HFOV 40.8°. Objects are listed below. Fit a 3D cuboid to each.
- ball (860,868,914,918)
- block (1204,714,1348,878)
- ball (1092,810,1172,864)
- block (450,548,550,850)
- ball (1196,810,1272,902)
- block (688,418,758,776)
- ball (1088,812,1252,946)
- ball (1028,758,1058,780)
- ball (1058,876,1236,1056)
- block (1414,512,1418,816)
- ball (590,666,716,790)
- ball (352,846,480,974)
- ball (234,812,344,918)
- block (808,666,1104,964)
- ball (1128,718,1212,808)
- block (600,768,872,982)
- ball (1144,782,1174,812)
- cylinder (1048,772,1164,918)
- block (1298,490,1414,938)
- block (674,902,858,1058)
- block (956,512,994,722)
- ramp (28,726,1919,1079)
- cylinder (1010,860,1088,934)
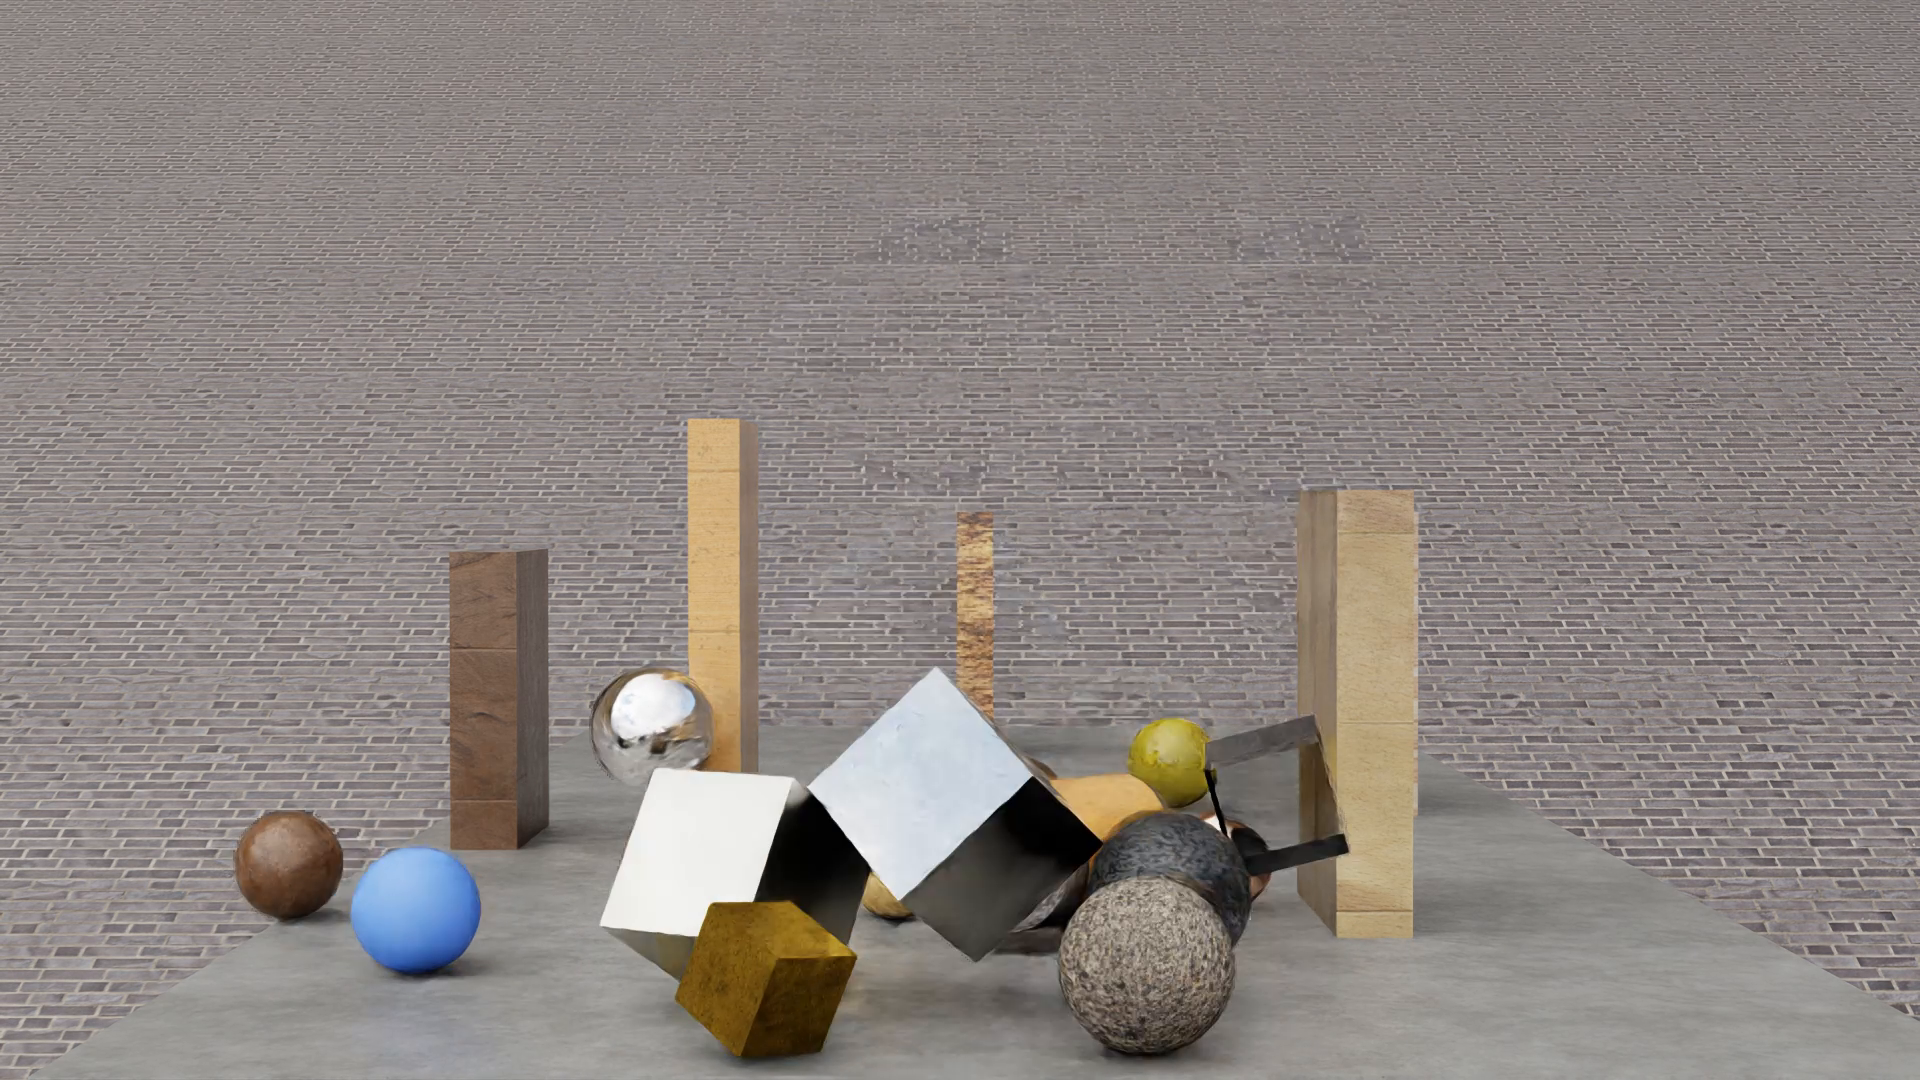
[{"bbox_3d":[-0.089,0.457,3.573,0.133,0.133,0.133,0,27,0],"label":"ball"},{"bbox_3d":[0.385,0.313,3.149,0.140,0.140,0.140,-15,8,8],"label":"block"},{"bbox_3d":[0.259,0.440,3.389,0.173,0.173,0.173,0,27,0],"label":"ball"},{"bbox_3d":[-0.788,0.264,4.433,0.111,0.493,0.332,0,1,0],"label":"block"},{"bbox_3d":[0.370,0.450,3.639,0.144,0.144,0.144,0,27,0],"label":"ball"},{"bbox_3d":[-0.384,0.161,4.215,0.081,0.705,0.378,0,1,0],"label":"block"},{"bbox_3d":[0.236,0.400,2.914,0.185,0.185,0.185,0,27,0],"label":"ball"},{"bbox_3d":[0.101,0.437,4.306,0.150,0.150,0.150,0,27,0],"label":"ball"},{"bbox_3d":[0.195,0.444,2.698,0.185,0.185,0.185,0,27,0],"label":"ball"},{"bbox_3d":[0.761,0.223,4.925,0.147,0.556,0.435,0,1,0],"label":"block"},{"bbox_3d":[-0.468,0.287,3.943,0.190,0.190,0.190,0,27,0],"label":"ball"},{"bbox_3d":[-0.665,0.453,3.160,0.155,0.155,0.155,0,27,0],"label":"ball"},{"bbox_3d":[-0.929,0.450,3.576,0.147,0.147,0.147,0,27,0],"label":"ball"},{"bbox_3d":[-0.004,0.313,2.938,0.200,0.200,0.200,-43,51,0],"label":"block"},{"bbox_3d":[0.399,0.418,4.847,0.170,0.170,0.170,0,27,0],"label":"ball"},{"bbox_3d":[-0.251,0.399,2.968,0.196,0.196,0.196,1,60,32],"label":"block"},{"bbox_3d":[0.263,0.444,3.993,0.145,0.145,0.145,0,27,0],"label":"ball"},{"bbox_3d":[0.160,0.427,3.602,0.191,0.191,0.191,-1,21,-44],"label":"cylinder"},{"bbox_3d":[0.548,0.227,3.604,0.101,0.592,0.392,0,1,0],"label":"block"},{"bbox_3d":[-0.202,0.456,2.692,0.115,0.115,0.115,7,18,-47],"label":"block"},{"bbox_3d":[0.033,0.210,5.975,0.083,0.551,0.338,0,1,0],"label":"block"},{"bbox_3d":[0.062,0.557,4.595,2.000,0.100,4.000,0,1,0],"label":"ramp"},{"bbox_3d":[0.077,0.430,3.359,0.156,0.156,0.156,7,-5,14],"label":"cylinder"}]
